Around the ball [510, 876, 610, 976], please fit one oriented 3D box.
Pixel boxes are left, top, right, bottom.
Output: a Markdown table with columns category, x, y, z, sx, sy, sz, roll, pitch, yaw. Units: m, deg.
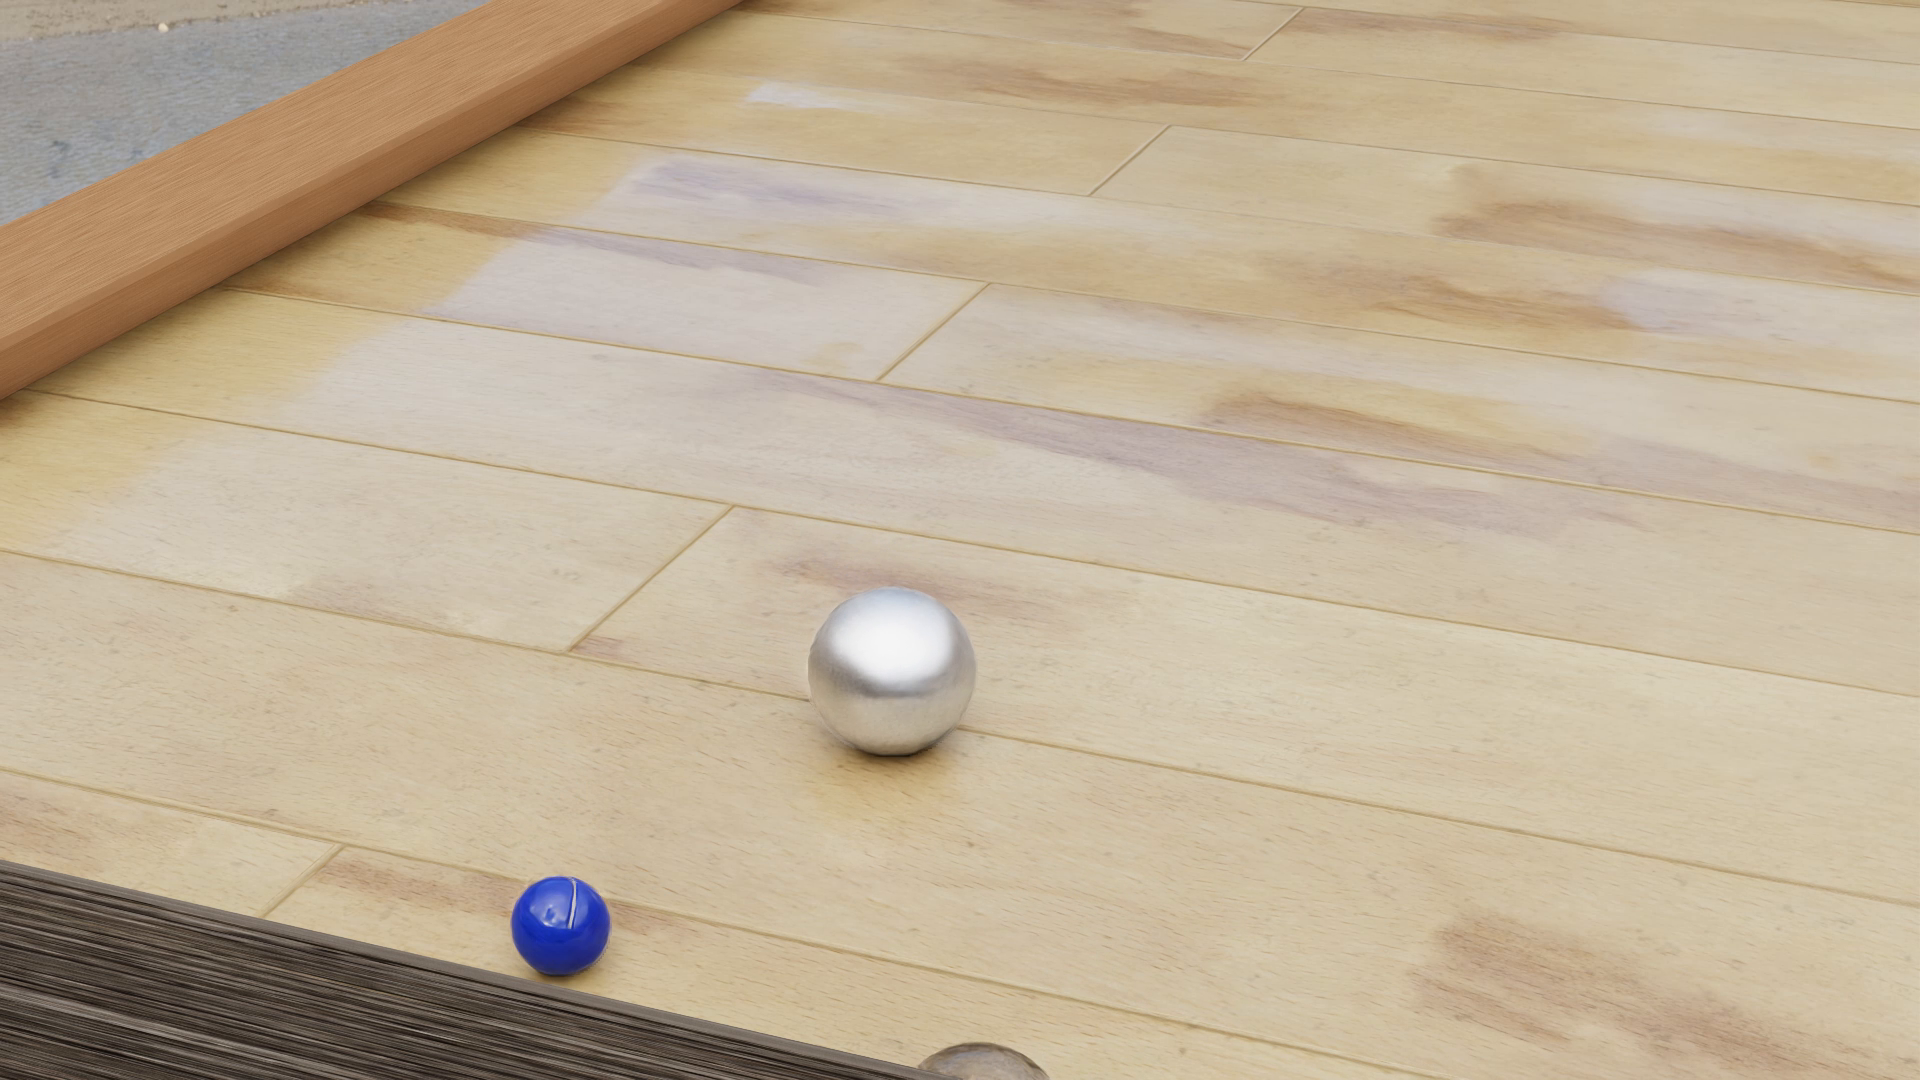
| category | x | y | z | sx | sy | sz | roll | pitch | yaw |
| --- | --- | --- | --- | --- | --- | --- | --- | --- | --- |
| ball | -0.205 | 0.197 | 1.505 | 0.051 | 0.051 | 0.051 | 0 | 24 | 0 |

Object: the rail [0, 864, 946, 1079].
| category | x | y | z | sx | sy | sz | roll | pitch | yaw |
| --- | --- | --- | --- | --- | --- | --- | --- | --- | --- |
| rail | -0.244 | 0.230 | 1.337 | 1.606 | 0.128 | 0.045 | 9 | 26 | 19 |

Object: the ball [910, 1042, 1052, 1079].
| category | x | y | z | sx | sy | sz | roll | pitch | yaw |
| --- | --- | --- | --- | --- | --- | --- | --- | --- | --- |
| ball | 0.008 | 0.266 | 1.314 | 0.083 | 0.083 | 0.083 | 0 | 24 | 0 |

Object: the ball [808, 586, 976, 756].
| category | x | y | z | sx | sy | sz | roll | pitch | yaw |
| --- | --- | --- | --- | --- | --- | --- | --- | --- | --- |
| ball | -0.040 | 0.076 | 1.713 | 0.098 | 0.098 | 0.098 | 0 | 24 | 0 |

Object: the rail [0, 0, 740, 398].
| category | x | y | z | sx | sy | sz | roll | pitch | yaw |
| --- | --- | --- | --- | --- | --- | --- | --- | --- | --- |
| rail | -0.473 | -0.411 | 2.746 | 0.045 | 0.128 | 2.761 | 9 | 26 | 19 |
